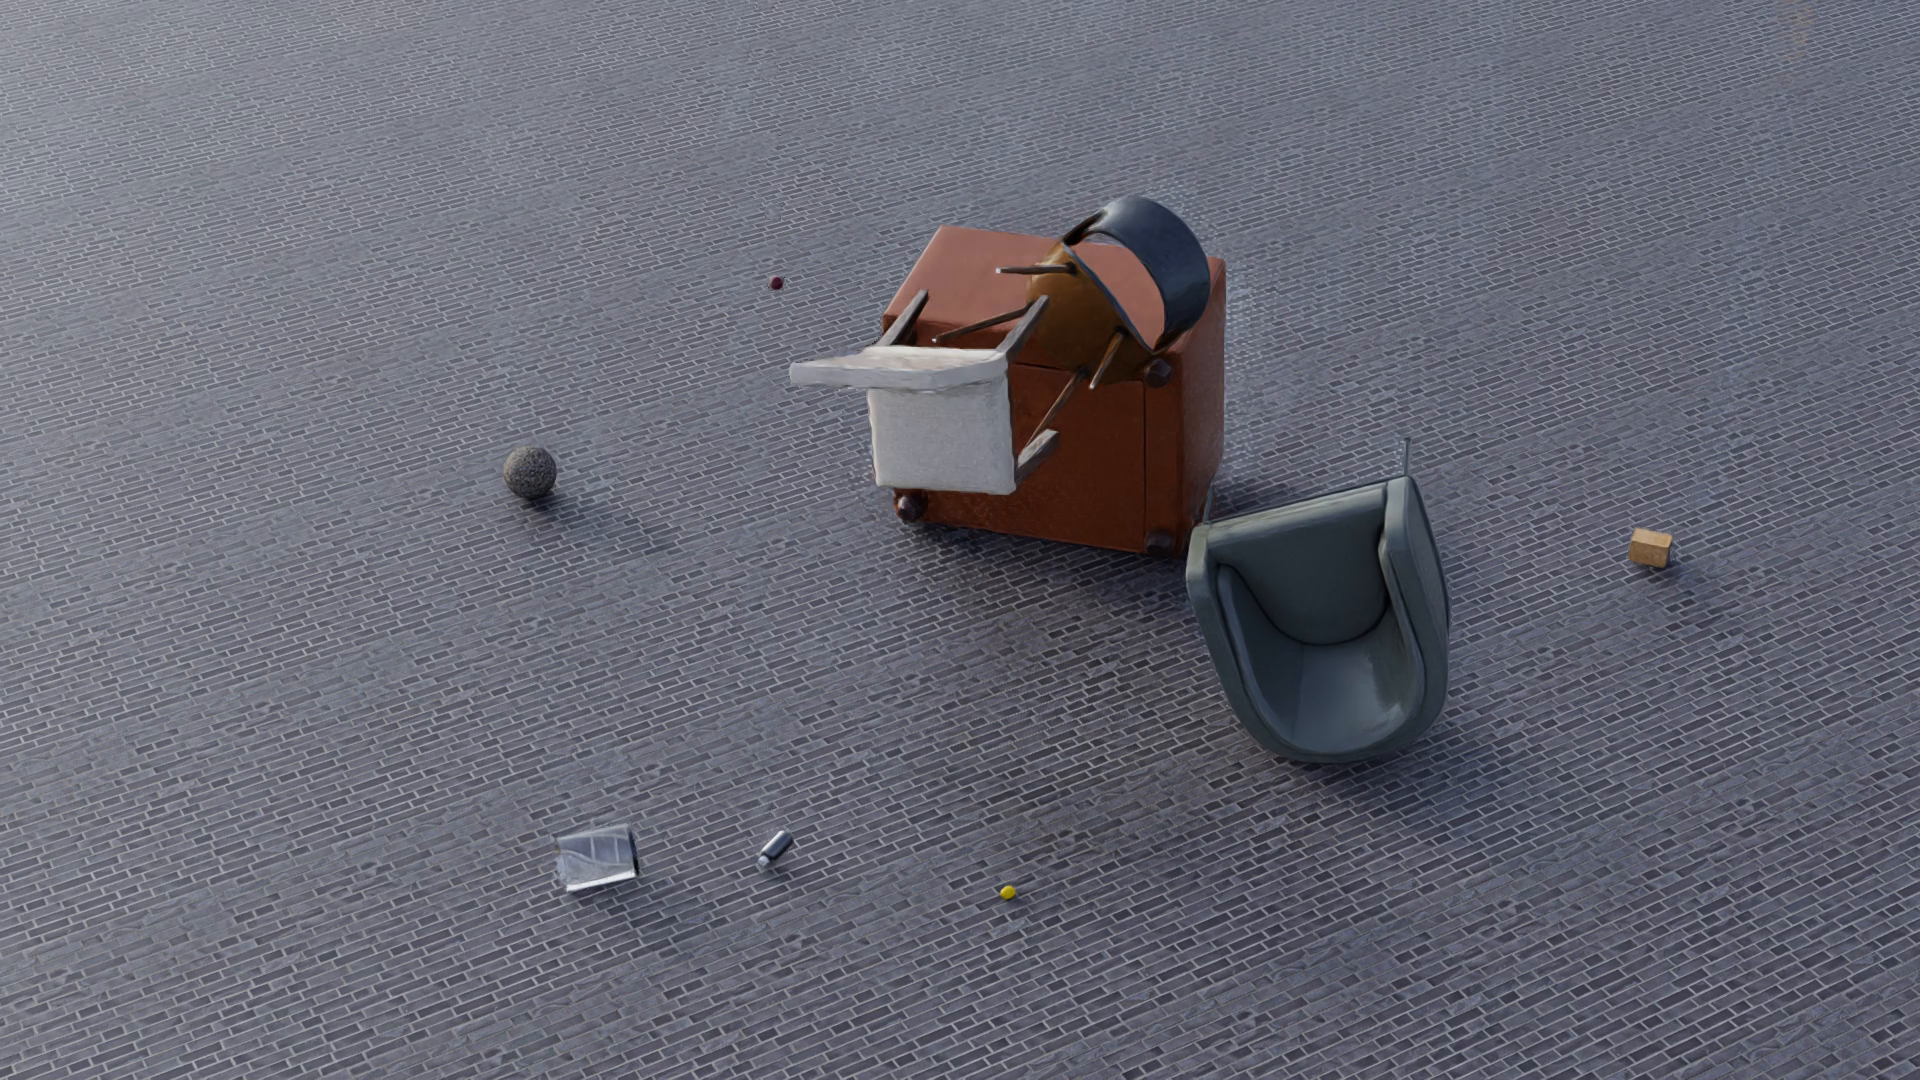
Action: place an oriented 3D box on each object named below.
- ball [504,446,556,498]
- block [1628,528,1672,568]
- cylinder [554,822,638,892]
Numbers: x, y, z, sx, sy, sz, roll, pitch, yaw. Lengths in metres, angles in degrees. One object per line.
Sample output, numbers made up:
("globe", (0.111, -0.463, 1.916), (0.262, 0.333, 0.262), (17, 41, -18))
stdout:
("ball", (-1.635, -0.258, 11.152), (0.202, 0.202, 0.202), (0, 33, 0))
("block", (2.550, 0.028, 10.822), (0.134, 0.088, 0.093), (13, 35, 18))
("cylinder", (-1.148, 1.003, 9.261), (0.230, 0.178, 0.169), (-11, 31, -16))
